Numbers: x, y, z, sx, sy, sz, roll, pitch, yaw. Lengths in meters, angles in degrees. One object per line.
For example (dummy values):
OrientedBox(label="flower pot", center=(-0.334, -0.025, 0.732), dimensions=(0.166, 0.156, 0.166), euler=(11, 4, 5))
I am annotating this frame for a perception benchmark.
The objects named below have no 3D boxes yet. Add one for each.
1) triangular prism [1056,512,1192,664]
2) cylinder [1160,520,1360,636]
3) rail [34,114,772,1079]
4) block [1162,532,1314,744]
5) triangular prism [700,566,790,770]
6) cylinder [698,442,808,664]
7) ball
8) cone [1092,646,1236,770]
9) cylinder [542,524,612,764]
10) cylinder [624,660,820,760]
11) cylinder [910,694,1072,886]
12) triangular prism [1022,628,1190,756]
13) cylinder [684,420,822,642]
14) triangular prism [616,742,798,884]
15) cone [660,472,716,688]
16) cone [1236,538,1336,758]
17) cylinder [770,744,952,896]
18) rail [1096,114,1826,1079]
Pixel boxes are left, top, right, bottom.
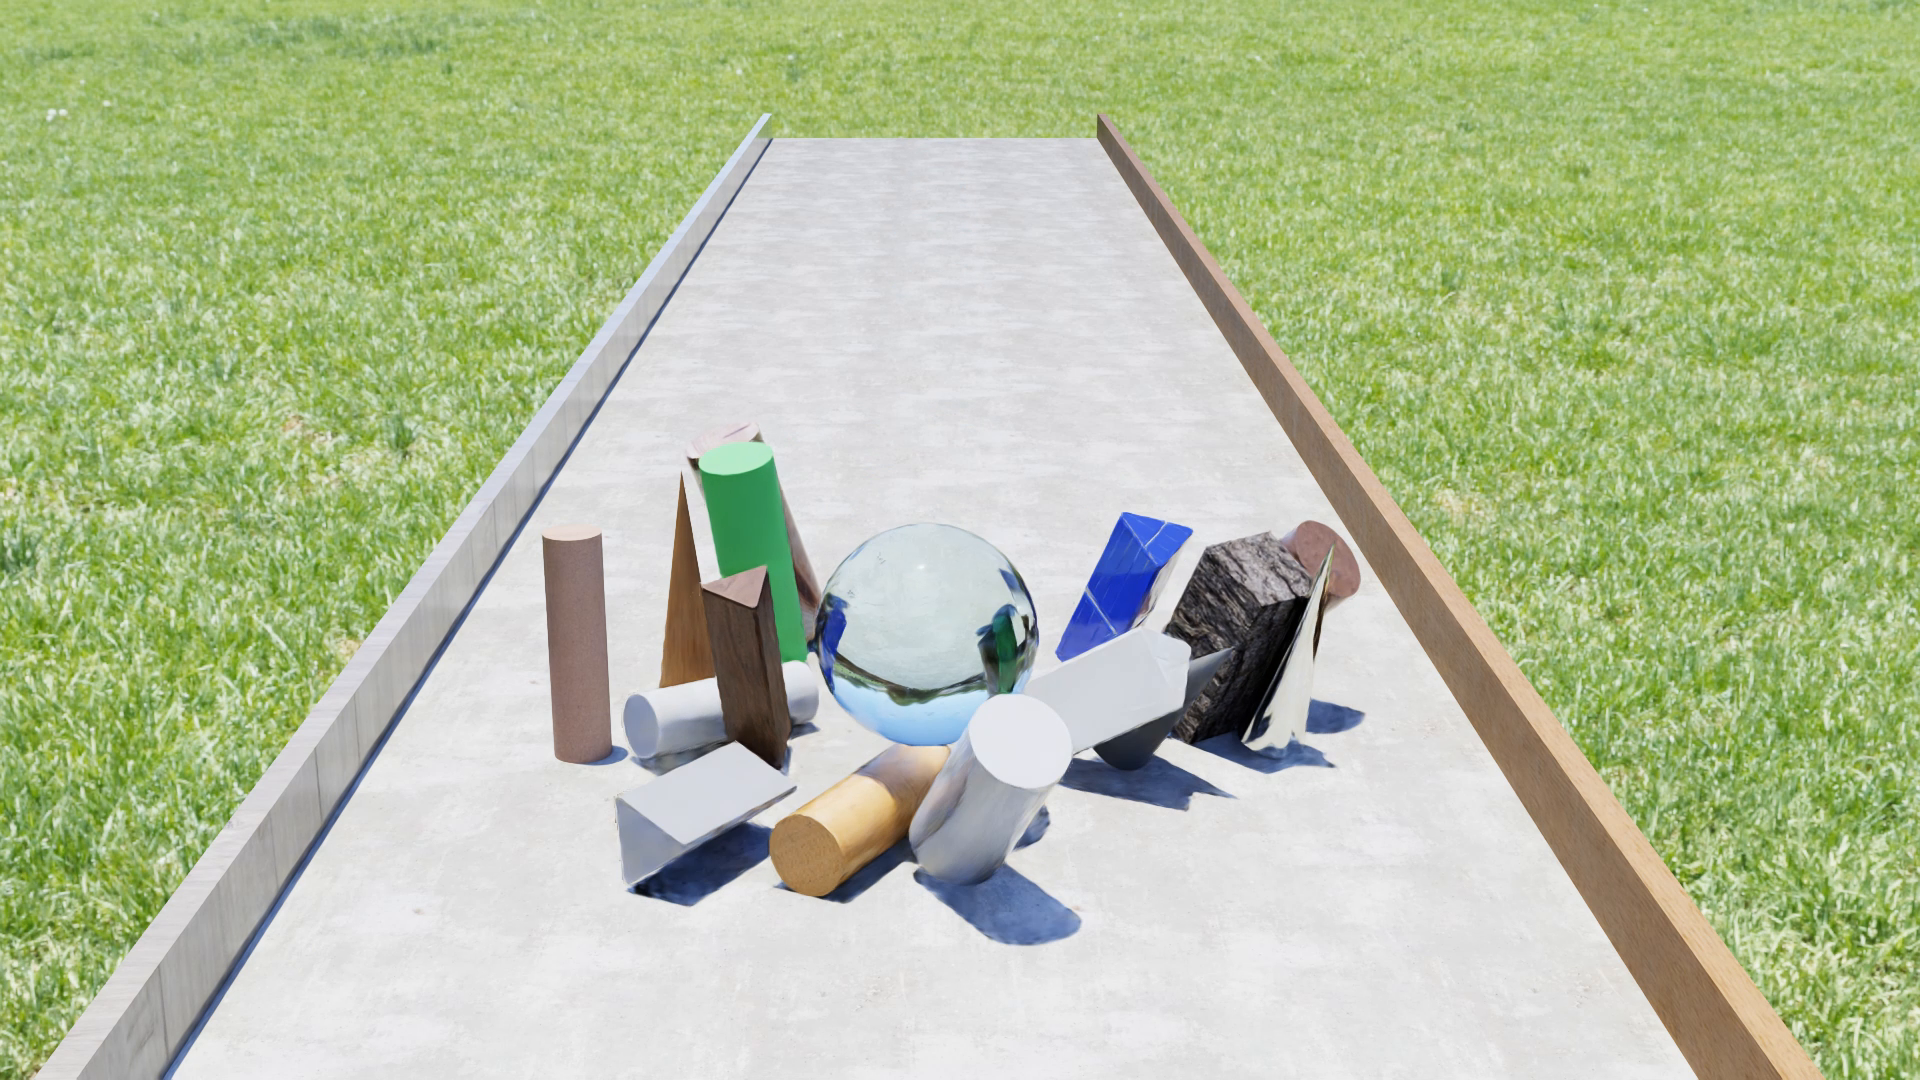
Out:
OrientedBox(label="triangular prism", center=(0.288, 0.114, 4.109), dimensions=(0.118, 0.386, 0.137), euler=(33, 43, 12))
OrientedBox(label="cylinder", center=(0.560, 0.129, 4.136), dimensions=(0.161, 0.161, 0.384), euler=(-19, -16, -48))
OrientedBox(label="rail", center=(-1.118, -0.838, 7.780), dimensions=(0.050, 0.150, 12.000), euler=(0, 17, -1))
OrientedBox(label="block", center=(0.484, 0.177, 3.959), dimensions=(0.157, 0.350, 0.157), euler=(-12, 49, -35))
OrientedBox(label="triangular prism", center=(-0.348, 0.215, 3.827), dimensions=(0.118, 0.358, 0.103), euler=(19, 42, 30))
OrientedBox(label="cylinder", center=(-0.399, 0.039, 4.278), dimensions=(0.143, 0.445, 0.143), euler=(-6, 28, 3))
OrientedBox(label="ball", center=(-0.054, 0.154, 3.584), dimensions=(0.366, 0.366, 0.366), euler=(0, 17, 0))
OrientedBox(label="cone", center=(0.369, 0.257, 3.777), dimensions=(0.155, 0.155, 0.331), euler=(-17, -18, -45))
OrientedBox(label="cylinder", center=(-0.675, 0.184, 3.885), dimensions=(0.103, 0.413, 0.103), euler=(0, 17, 0))
OrientedBox(label="cylinder", center=(-0.428, 0.304, 3.967), dimensions=(0.345, 0.117, 0.117), euler=(-10, 19, -39))
OrientedBox(label="cylinder", center=(0.042, 0.382, 3.331), dimensions=(0.158, 0.325, 0.158), euler=(10, 53, -13))
OrientedBox(label="triangular prism", center=(0.209, 0.256, 3.765), dimensions=(0.346, 0.129, 0.149), euler=(-28, 30, 32))
OrientedBox(label="cylinder", center=(-0.403, -0.007, 4.424), dimensions=(0.155, 0.445, 0.155), euler=(-15, 25, 8))
OrientedBox(label="triangular prism", center=(-0.419, 0.414, 3.490), dimensions=(0.140, 0.121, 0.306), euler=(-33, -6, 32))
OrientedBox(label="cone", center=(-0.515, 0.087, 4.127), dimensions=(0.122, 0.460, 0.122), euler=(0, 17, 0))
OrientedBox(label="cone", center=(0.600, 0.175, 3.859), dimensions=(0.123, 0.427, 0.123), euler=(10, 29, -6))
OrientedBox(label="cylinder", center=(-0.146, 0.435, 3.528), dimensions=(0.134, 0.134, 0.383), euler=(9, 19, 27))
OrientedBox(label="rail", center=(0.932, -0.844, 7.801), dimensions=(0.050, 0.150, 12.000), euler=(0, 17, -1))
